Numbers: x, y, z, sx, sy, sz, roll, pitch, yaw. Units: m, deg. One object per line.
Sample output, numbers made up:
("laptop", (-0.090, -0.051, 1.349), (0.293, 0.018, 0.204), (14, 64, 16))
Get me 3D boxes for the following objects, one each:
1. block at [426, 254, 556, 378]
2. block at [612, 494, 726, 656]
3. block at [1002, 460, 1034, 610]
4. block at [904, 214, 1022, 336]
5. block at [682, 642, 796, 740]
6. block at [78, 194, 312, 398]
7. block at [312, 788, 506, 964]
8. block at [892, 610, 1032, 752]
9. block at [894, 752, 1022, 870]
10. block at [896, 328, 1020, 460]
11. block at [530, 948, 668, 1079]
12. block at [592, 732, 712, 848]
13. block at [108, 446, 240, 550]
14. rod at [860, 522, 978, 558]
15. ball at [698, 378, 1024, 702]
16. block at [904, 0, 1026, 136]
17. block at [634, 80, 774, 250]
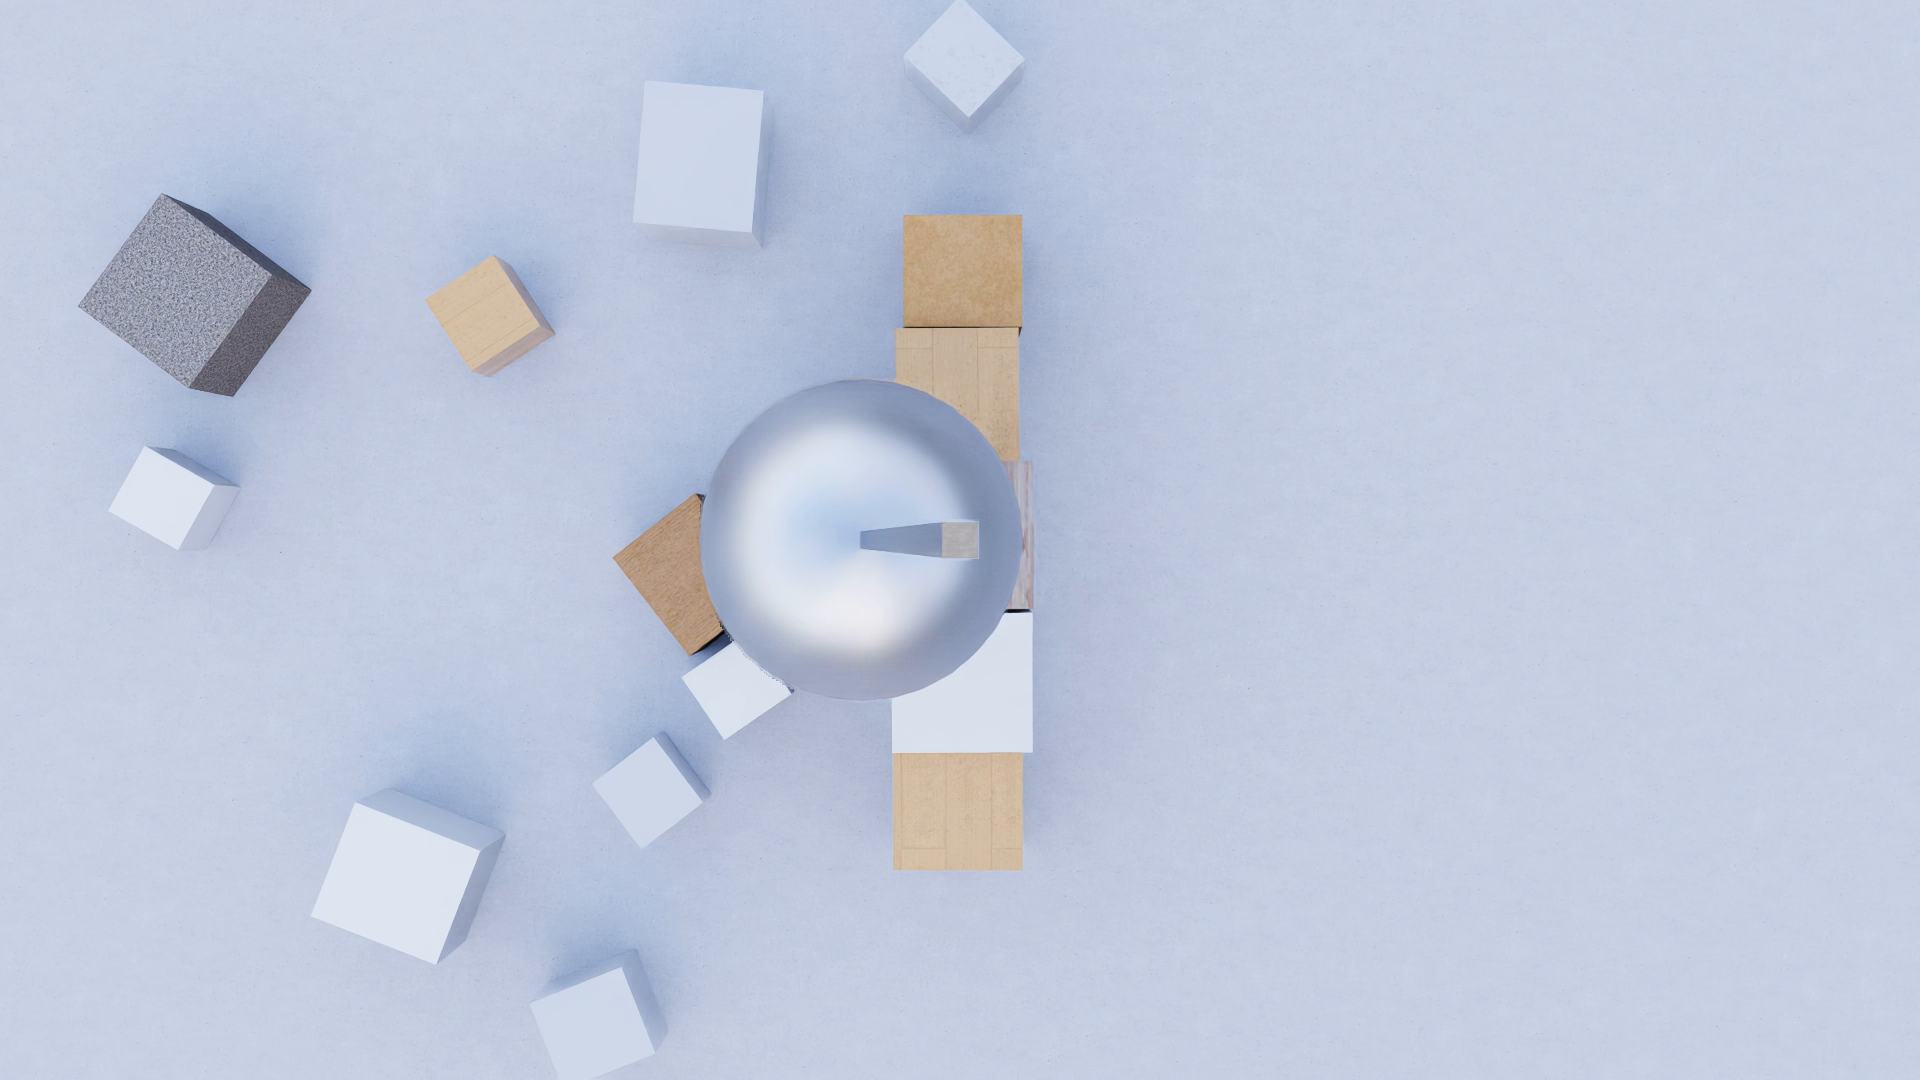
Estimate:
("block", (-2.719, -1.293, 12.758), (0.470, 0.485, 0.485), (-33, 90, 0))
("block", (-1.509, 0.195, 12.692), (0.591, 0.616, 0.705), (-38, 90, 0))
("block", (-0.019, -0.024, 12.558), (0.846, 0.885, 0.821), (0, 90, 0))
("block", (0.016, -1.517, 12.696), (0.671, 0.608, 0.630), (0, 90, 0))
("block", (-1.275, 0.831, 12.769), (0.463, 0.462, 0.432), (-34, 90, 0))
("block", (-4.371, -1.389, 12.620), (0.766, 0.760, 0.787), (37, 90, 0))
("block", (-3.155, 1.920, 12.644), (0.750, 0.711, 0.683), (21, 90, 0))
("block", (0.012, 0.786, 12.558), (0.774, 0.883, 0.771), (0, 90, 0))
("block", (-0.012, 1.505, 12.595), (0.717, 0.810, 0.651), (0, 90, 0))
("block", (-0.015, -0.812, 12.651), (0.690, 0.698, 0.748), (0, 90, 0))
("block", (-2.079, 2.761, 12.716), (0.560, 0.567, 0.525), (-22, 90, 0))
("block", (-1.784, 1.446, 12.778), (0.442, 0.444, 0.469), (-37, 90, 0))
("block", (-4.554, -0.240, 12.768), (0.456, 0.464, 0.425), (29, 90, 0))
("rod", (-0.211, 0.000, 7.494), (0.080, 5.200, 0.080), (0, 90, -5))
("ball", (-0.487, 0.000, 10.883), (1.600, 1.600, 1.600), (0, 90, 0))
("block", (0.025, -2.734, 12.724), (0.511, 0.553, 0.459), (44, 90, 0))
("block", (-1.462, -2.143, 12.644), (0.665, 0.711, 0.795), (5, 90, 0))
